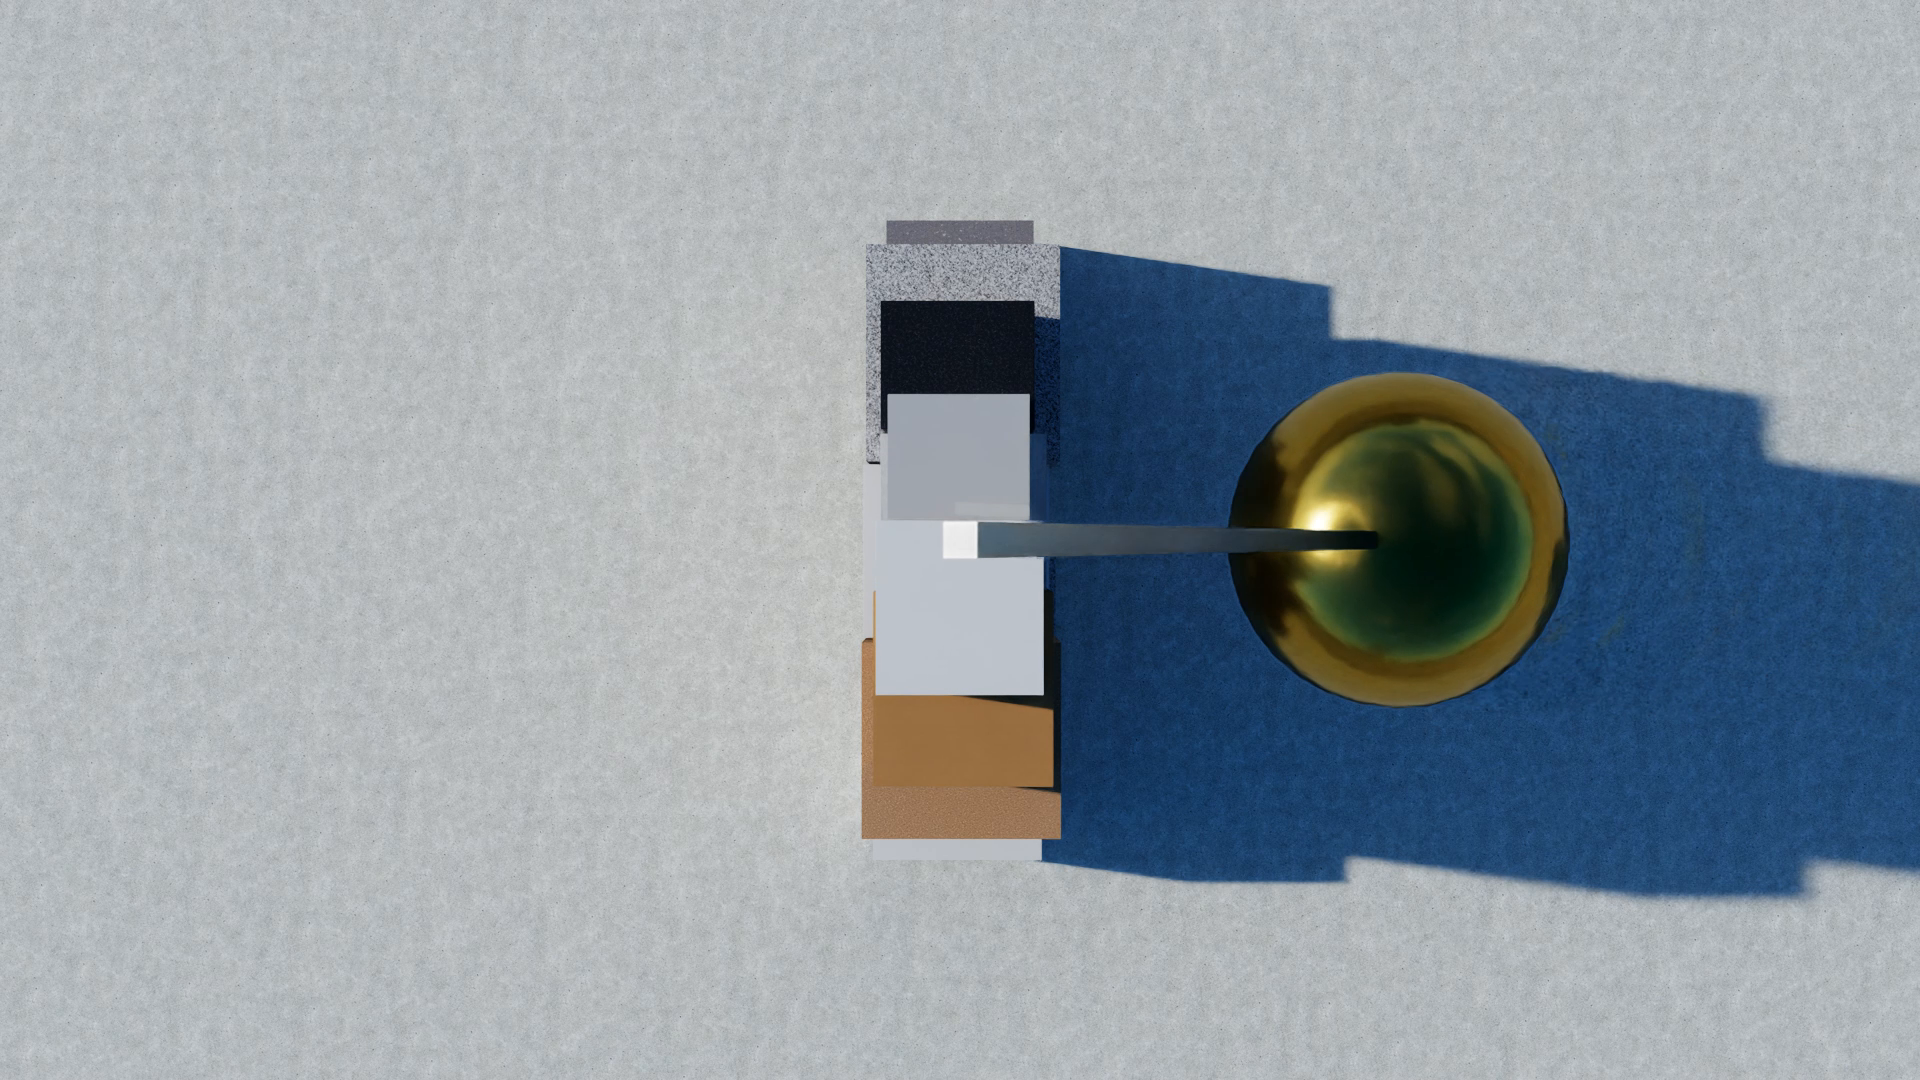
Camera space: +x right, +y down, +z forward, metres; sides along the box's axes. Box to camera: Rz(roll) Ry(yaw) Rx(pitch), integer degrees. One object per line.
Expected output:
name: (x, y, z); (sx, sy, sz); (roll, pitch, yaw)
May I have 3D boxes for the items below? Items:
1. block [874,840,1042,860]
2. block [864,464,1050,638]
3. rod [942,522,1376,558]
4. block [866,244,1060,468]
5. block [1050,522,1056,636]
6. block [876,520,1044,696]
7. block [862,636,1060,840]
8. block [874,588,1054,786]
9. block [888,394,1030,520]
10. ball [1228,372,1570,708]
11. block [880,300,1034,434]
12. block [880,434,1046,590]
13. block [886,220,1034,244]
block: (-0.014, 1.356, 12.562); (0.928, 0.876, 0.816); (0, 90, 0)
block: (-0.019, 0.056, 11.543); (0.943, 0.799, 0.878); (0, 90, 0)
rod: (0.899, 0.000, 7.264); (0.080, 5.200, 0.080); (0, 90, 20)
block: (0.015, -0.934, 11.517); (0.968, 1.105, 1.082); (0, 90, 0)
block: (0.014, 0.422, 12.471); (1.008, 1.058, 1.034); (0, 90, 0)
block: (-0.001, 0.289, 9.695); (0.715, 0.643, 0.744); (0, 90, 0)
block: (0.006, 0.990, 11.394); (0.983, 1.096, 0.969); (0, 90, 0)
block: (0.014, 0.680, 10.431); (0.821, 0.830, 0.887); (0, 90, 0)
block: (-0.006, -0.371, 10.041); (0.630, 0.537, 0.565); (0, 91, 0)
ball: (2.074, 0.000, 10.455); (1.600, 1.600, 1.600); (0, 90, 0)
block: (-0.011, -0.820, 10.635); (0.722, 0.658, 0.604); (0, 90, 0)
block: (0.017, -0.136, 10.642); (0.778, 0.654, 0.734); (0, 91, 0)
block: (0.001, -1.353, 12.572); (0.813, 0.855, 0.822); (0, 90, 0)
